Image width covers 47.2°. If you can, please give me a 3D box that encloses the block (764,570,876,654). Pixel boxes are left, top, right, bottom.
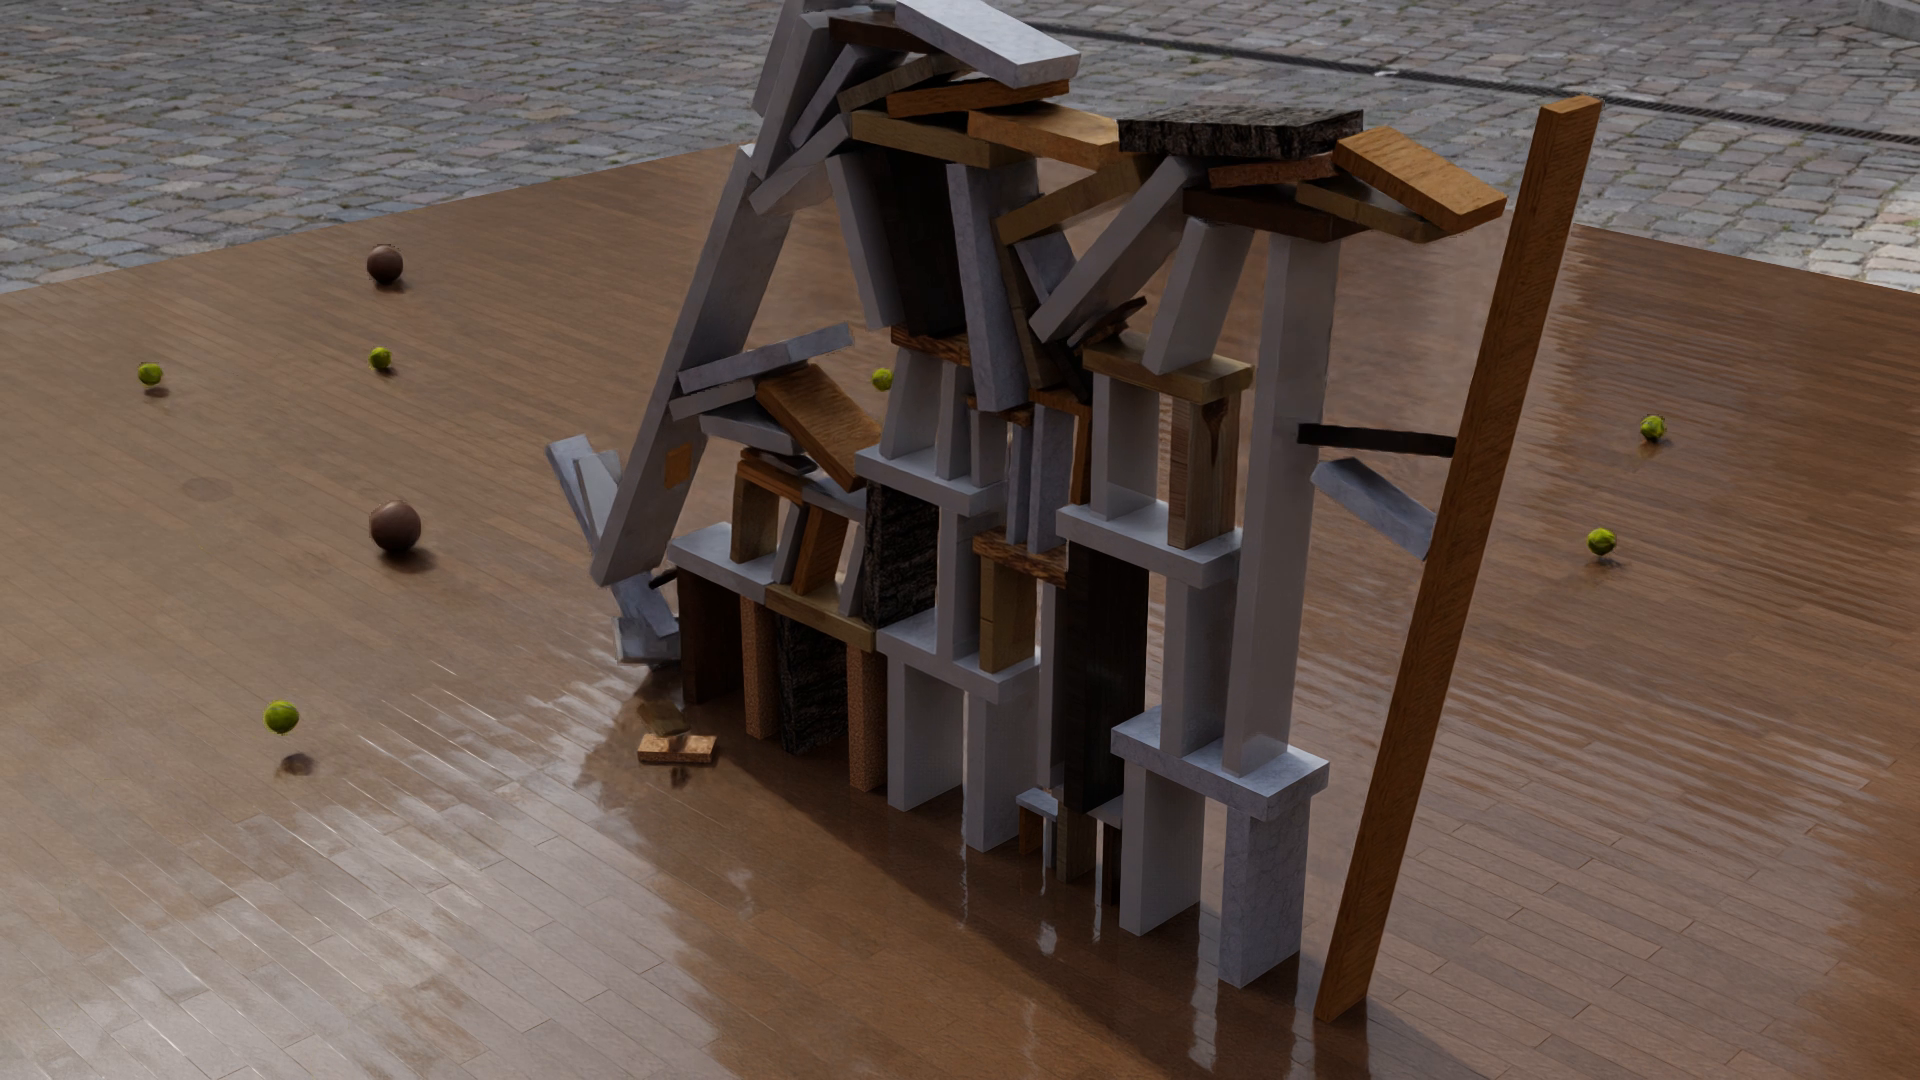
[{"bbox_3d":[-0.236,0.140,4.540,0.162,0.046,0.323,-21,30,-41],"label":"block"}]

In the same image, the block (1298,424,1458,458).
[{"bbox_3d":[0.657,-0.157,3.471,0.115,0.033,0.230,3,4,-37],"label":"block"}]

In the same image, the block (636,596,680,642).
[{"bbox_3d":[-0.687,0.180,5.013,0.058,0.017,0.117,-18,51,-31],"label":"block"}]

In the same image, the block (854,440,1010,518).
[{"bbox_3d":[-0.039,-0.127,4.208,0.313,0.044,0.157,21,31,40],"label":"block"}]

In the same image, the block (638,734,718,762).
[{"bbox_3d":[-0.602,0.444,4.687,0.156,0.022,0.078,2,23,4],"label":"block"}]

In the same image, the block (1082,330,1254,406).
[{"bbox_3d":[0.350,-0.293,3.718,0.133,0.038,0.266,-21,31,-40],"label":"block"}]

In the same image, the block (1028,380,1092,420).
[{"bbox_3d":[0.209,-0.249,3.887,0.083,0.023,0.166,-21,31,-41],"label":"block"}]

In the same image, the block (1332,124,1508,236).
[{"bbox_3d":[0.680,-0.536,3.259,0.118,0.034,0.237,-24,50,-37],"label":"block"}]

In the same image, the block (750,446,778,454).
[{"bbox_3d":[-0.375,-0.198,4.564,0.116,0.016,0.058,12,25,38],"label":"block"}]

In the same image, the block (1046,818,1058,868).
[{"bbox_3d":[0.190,0.579,4.261,0.015,0.106,0.053,21,31,41],"label":"block"}]

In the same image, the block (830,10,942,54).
[{"bbox_3d":[-0.098,-0.913,3.950,0.132,0.037,0.264,-20,29,-40],"label":"block"}]

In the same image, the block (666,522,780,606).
[{"bbox_3d":[-0.467,0.048,4.750,0.164,0.046,0.328,-21,31,-40],"label":"block"}]

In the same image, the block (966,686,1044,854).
[{"bbox_3d":[0.090,0.429,4.316,0.169,0.338,0.048,-21,32,-41],"label":"block"}]

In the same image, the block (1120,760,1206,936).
[{"bbox_3d":[0.375,0.537,4.047,0.050,0.351,0.176,21,31,41],"label":"block"}]

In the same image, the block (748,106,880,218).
[{"bbox_3d":[-0.248,-0.720,4.175,0.163,0.046,0.327,-20,-8,-42],"label":"block"}]

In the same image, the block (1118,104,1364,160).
[{"bbox_3d":[0.439,-0.644,3.461,0.347,0.049,0.174,12,25,42],"label":"block"}]

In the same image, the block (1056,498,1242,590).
[{"bbox_3d":[0.346,-0.008,3.837,0.167,0.047,0.334,-21,31,-40],"label":"block"}]

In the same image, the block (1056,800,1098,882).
[{"bbox_3d":[0.225,0.563,4.213,0.024,0.173,0.086,21,31,41],"label":"block"}]

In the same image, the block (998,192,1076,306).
[{"bbox_3d":[0.149,-0.506,3.862,0.098,0.195,0.028,-26,2,-40],"label":"block"}]

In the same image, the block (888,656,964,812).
[{"bbox_3d":[-0.069,0.367,4.462,0.169,0.338,0.048,-21,32,-41],"label":"block"}]

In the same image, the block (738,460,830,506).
[{"bbox_3d":[-0.355,-0.130,4.553,0.104,0.029,0.207,-21,34,-40],"label":"block"}]

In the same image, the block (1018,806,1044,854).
[{"bbox_3d":[0.140,0.559,4.307,0.015,0.106,0.053,21,31,41],"label":"block"}]

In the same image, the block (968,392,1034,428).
[{"bbox_3d":[0.093,-0.244,4.011,0.076,0.022,0.152,-20,31,-39],"label":"block"}]

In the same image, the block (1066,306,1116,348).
[{"bbox_3d":[0.230,-0.369,3.815,0.049,0.099,0.014,-20,75,-40],"label":"block"}]

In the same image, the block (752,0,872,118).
[{"bbox_3d":[-0.265,-0.952,4.121,0.172,0.344,0.049,-20,56,-41],"label":"block"}]

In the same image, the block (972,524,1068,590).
[{"bbox_3d":[0.148,0.024,4.068,0.118,0.033,0.236,-21,31,-40],"label":"block"}]

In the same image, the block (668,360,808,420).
[{"bbox_3d":[-0.459,-0.312,4.571,0.150,0.043,0.301,-22,7,-41],"label":"block"}]

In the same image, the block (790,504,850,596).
[{"bbox_3d":[-0.282,0.004,4.528,0.031,0.216,0.108,32,35,24],"label":"block"}]

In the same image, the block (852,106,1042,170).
[{"bbox_3d":[-0.011,-0.727,3.923,0.347,0.049,0.173,21,31,41],"label":"block"}]

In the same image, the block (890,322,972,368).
[{"bbox_3d":[-0.005,-0.369,4.067,0.118,0.034,0.237,-21,30,-41],"label":"block"}]

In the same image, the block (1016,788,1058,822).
[{"bbox_3d":[0.165,0.513,4.261,0.106,0.015,0.053,21,31,41],"label":"block"}]

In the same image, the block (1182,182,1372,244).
[{"bbox_3d":[0.501,-0.521,3.445,0.139,0.039,0.278,-21,30,-40],"label":"block"}]

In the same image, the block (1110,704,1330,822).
[{"bbox_3d":[0.457,0.384,3.892,0.351,0.050,0.175,21,31,41],"label":"block"}]

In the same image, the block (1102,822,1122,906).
[{"bbox_3d":[0.306,0.595,4.138,0.024,0.173,0.086,21,31,41],"label":"block"}]

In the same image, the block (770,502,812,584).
[{"bbox_3d":[-0.324,-0.007,4.572,0.104,0.207,0.029,-21,52,-40],"label":"block"}]

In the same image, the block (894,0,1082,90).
[{"bbox_3d":[0.045,-0.861,3.773,0.152,0.043,0.304,-20,44,-39],"label":"block"}]

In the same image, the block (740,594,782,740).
[{"bbox_3d":[-0.390,0.251,4.750,0.164,0.328,0.046,-21,31,-40],"label":"block"}]

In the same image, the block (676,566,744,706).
[{"bbox_3d":[-0.545,0.190,4.894,0.046,0.328,0.164,21,30,40],"label":"block"}]

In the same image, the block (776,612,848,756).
[{"bbox_3d":[-0.309,0.282,4.681,0.162,0.323,0.046,-21,30,-41],"label":"block"}]

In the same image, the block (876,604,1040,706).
[{"bbox_3d":[0.012,0.221,4.312,0.337,0.048,0.169,21,31,41],"label":"block"}]

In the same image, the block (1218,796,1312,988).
[{"bbox_3d":[0.540,0.601,3.894,0.050,0.351,0.175,21,31,41],"label":"block"}]

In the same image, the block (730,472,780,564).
[{"bbox_3d":[-0.434,-0.058,4.672,0.104,0.207,0.029,-21,39,-40],"label":"block"}]

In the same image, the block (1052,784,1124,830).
[{"bbox_3d":[0.265,0.488,4.137,0.086,0.024,0.173,-21,31,-41],"label":"block"}]

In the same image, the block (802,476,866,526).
[{"bbox_3d":[-0.205,-0.080,4.411,0.108,0.031,0.216,-21,30,-40],"label":"block"}]

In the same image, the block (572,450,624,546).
[{"bbox_3d":[-0.815,-0.098,5.059,0.101,0.202,0.029,-18,9,-35],"label":"block"}]

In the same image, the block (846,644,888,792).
[{"bbox_3d":[-0.156,0.342,4.540,0.162,0.323,0.046,-21,31,-41],"label":"block"}]
